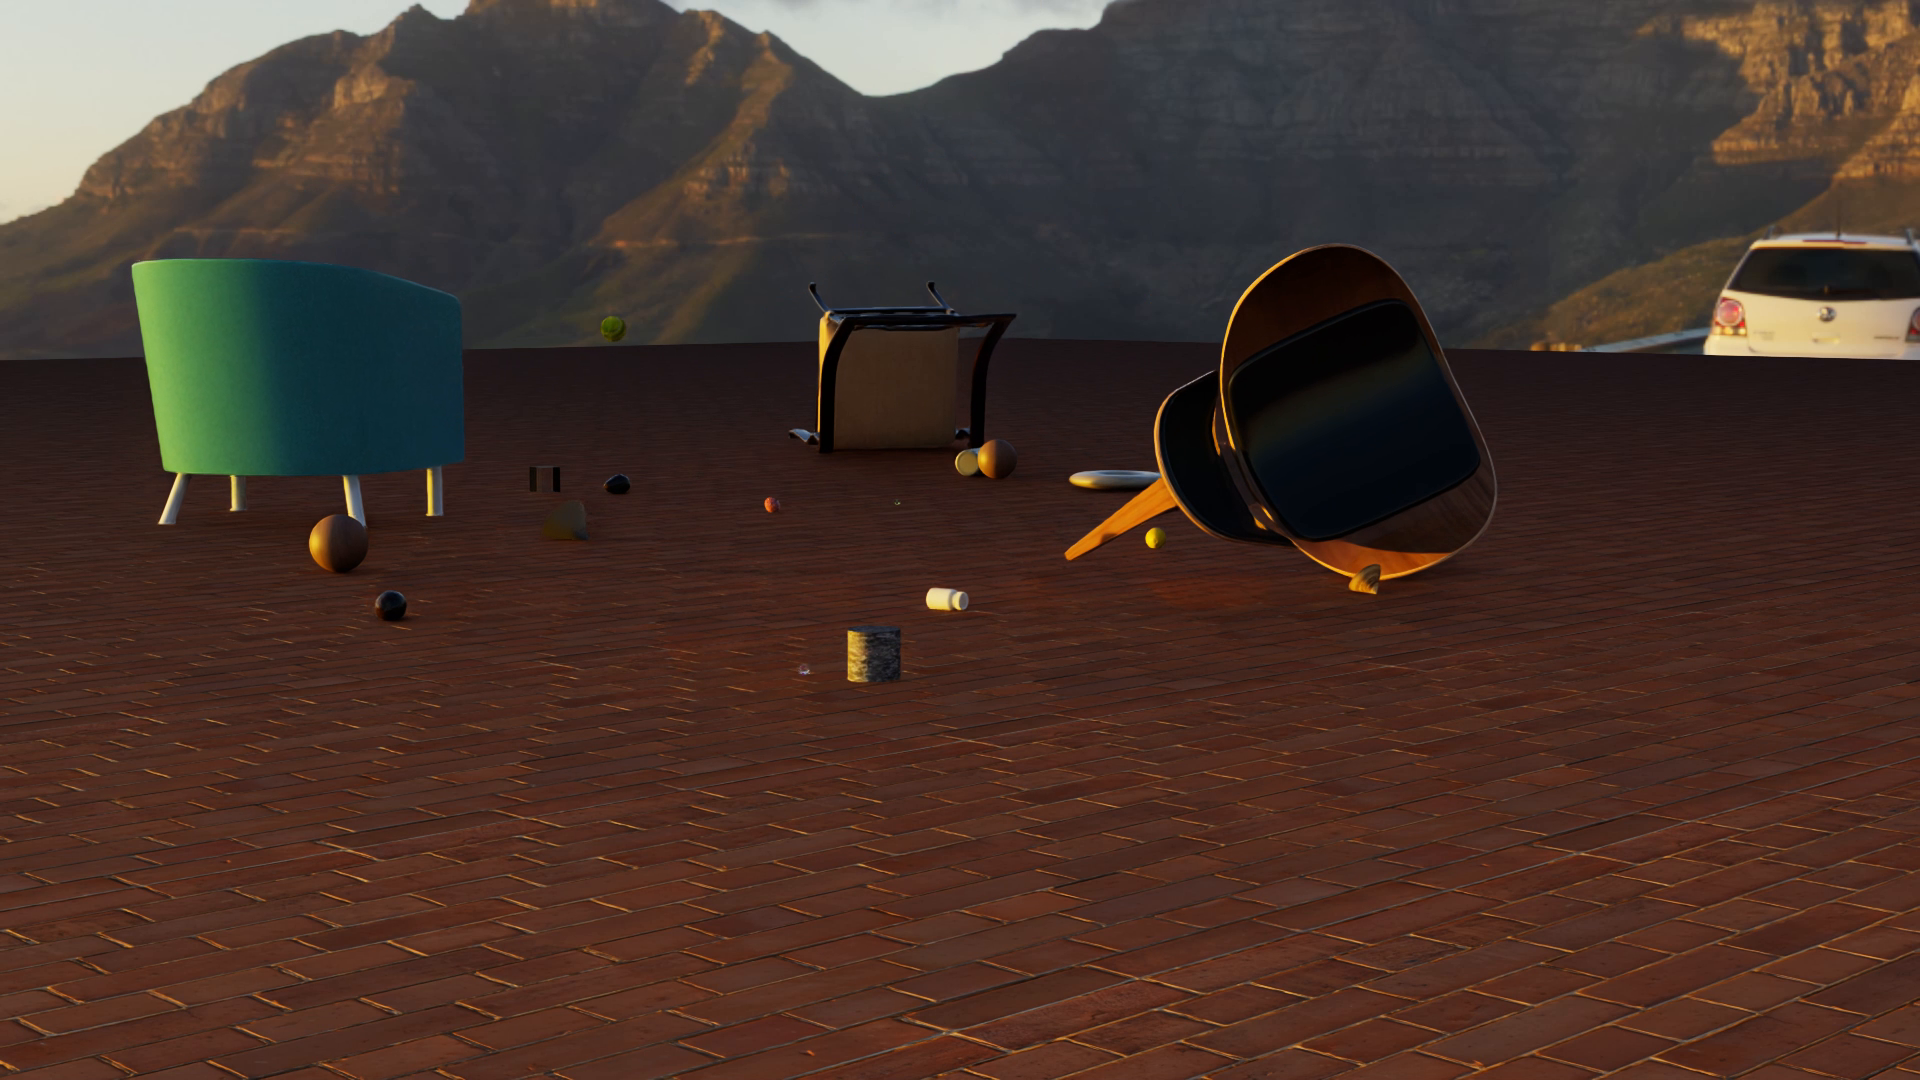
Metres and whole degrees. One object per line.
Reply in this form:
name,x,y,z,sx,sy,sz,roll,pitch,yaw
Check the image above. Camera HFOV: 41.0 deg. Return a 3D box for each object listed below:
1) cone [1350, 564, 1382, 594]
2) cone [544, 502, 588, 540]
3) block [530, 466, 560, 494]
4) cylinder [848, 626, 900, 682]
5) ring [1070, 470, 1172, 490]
cone,0.854,0.096,5.332,0.076,0.084,0.047,-11,53,-28
cone,-0.959,-0.024,6.408,0.094,0.109,0.128,39,41,27
block,-1.268,-0.185,7.836,0.064,0.077,0.072,-5,8,-40
cylinder,-0.141,0.186,4.205,0.090,0.082,0.080,-5,7,-38
ring,0.501,-0.187,8.010,0.322,0.045,0.315,1,6,7
